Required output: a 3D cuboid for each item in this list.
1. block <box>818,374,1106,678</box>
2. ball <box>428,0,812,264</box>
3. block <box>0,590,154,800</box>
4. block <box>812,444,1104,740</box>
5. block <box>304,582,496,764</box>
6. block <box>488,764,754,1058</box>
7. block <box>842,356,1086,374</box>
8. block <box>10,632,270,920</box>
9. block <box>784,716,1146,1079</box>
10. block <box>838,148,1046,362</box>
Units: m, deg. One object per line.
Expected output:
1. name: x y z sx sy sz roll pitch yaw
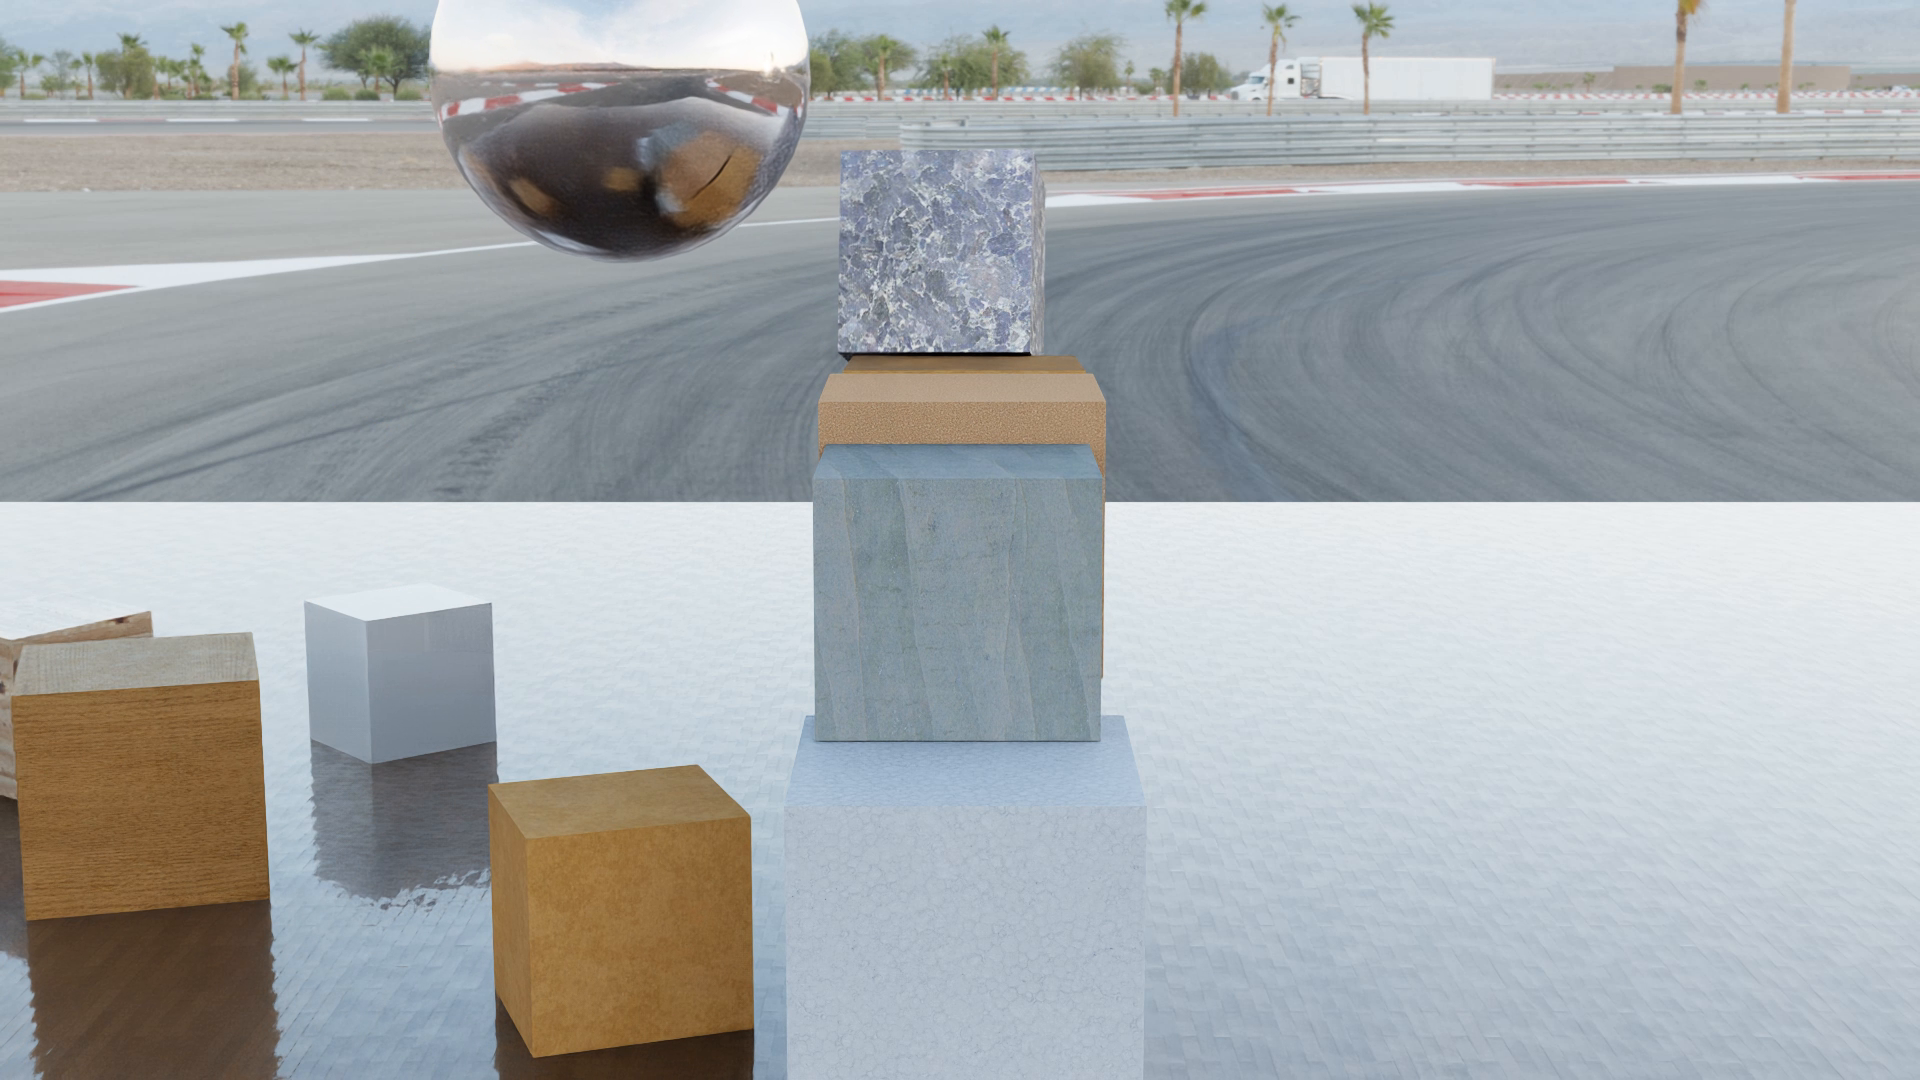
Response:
1. block: 0.007 -0.077 10.251 1.088 1.075 0.929 0 10 0
2. ball: -1.428 -1.970 10.822 1.600 1.600 1.600 0 10 0
3. block: -4.607 0.774 12.952 0.789 0.822 0.766 9 15 40
4. block: -0.008 0.167 9.332 0.995 0.921 0.951 0 9 0
5. block: -2.975 0.694 13.639 0.732 0.754 0.697 -9 13 -39
6. block: -1.288 1.378 9.694 0.828 0.820 0.766 -4 11 -20
7. block: 0.018 -0.247 11.240 1.008 1.059 1.030 0 8 0
8. block: -3.593 1.010 11.301 0.993 0.969 1.002 -3 11 -17
9. block: 0.017 1.335 8.847 1.154 1.207 1.174 0 10 0
10. block: -0.069 -1.284 12.075 0.876 0.926 0.873 0 -4 6
